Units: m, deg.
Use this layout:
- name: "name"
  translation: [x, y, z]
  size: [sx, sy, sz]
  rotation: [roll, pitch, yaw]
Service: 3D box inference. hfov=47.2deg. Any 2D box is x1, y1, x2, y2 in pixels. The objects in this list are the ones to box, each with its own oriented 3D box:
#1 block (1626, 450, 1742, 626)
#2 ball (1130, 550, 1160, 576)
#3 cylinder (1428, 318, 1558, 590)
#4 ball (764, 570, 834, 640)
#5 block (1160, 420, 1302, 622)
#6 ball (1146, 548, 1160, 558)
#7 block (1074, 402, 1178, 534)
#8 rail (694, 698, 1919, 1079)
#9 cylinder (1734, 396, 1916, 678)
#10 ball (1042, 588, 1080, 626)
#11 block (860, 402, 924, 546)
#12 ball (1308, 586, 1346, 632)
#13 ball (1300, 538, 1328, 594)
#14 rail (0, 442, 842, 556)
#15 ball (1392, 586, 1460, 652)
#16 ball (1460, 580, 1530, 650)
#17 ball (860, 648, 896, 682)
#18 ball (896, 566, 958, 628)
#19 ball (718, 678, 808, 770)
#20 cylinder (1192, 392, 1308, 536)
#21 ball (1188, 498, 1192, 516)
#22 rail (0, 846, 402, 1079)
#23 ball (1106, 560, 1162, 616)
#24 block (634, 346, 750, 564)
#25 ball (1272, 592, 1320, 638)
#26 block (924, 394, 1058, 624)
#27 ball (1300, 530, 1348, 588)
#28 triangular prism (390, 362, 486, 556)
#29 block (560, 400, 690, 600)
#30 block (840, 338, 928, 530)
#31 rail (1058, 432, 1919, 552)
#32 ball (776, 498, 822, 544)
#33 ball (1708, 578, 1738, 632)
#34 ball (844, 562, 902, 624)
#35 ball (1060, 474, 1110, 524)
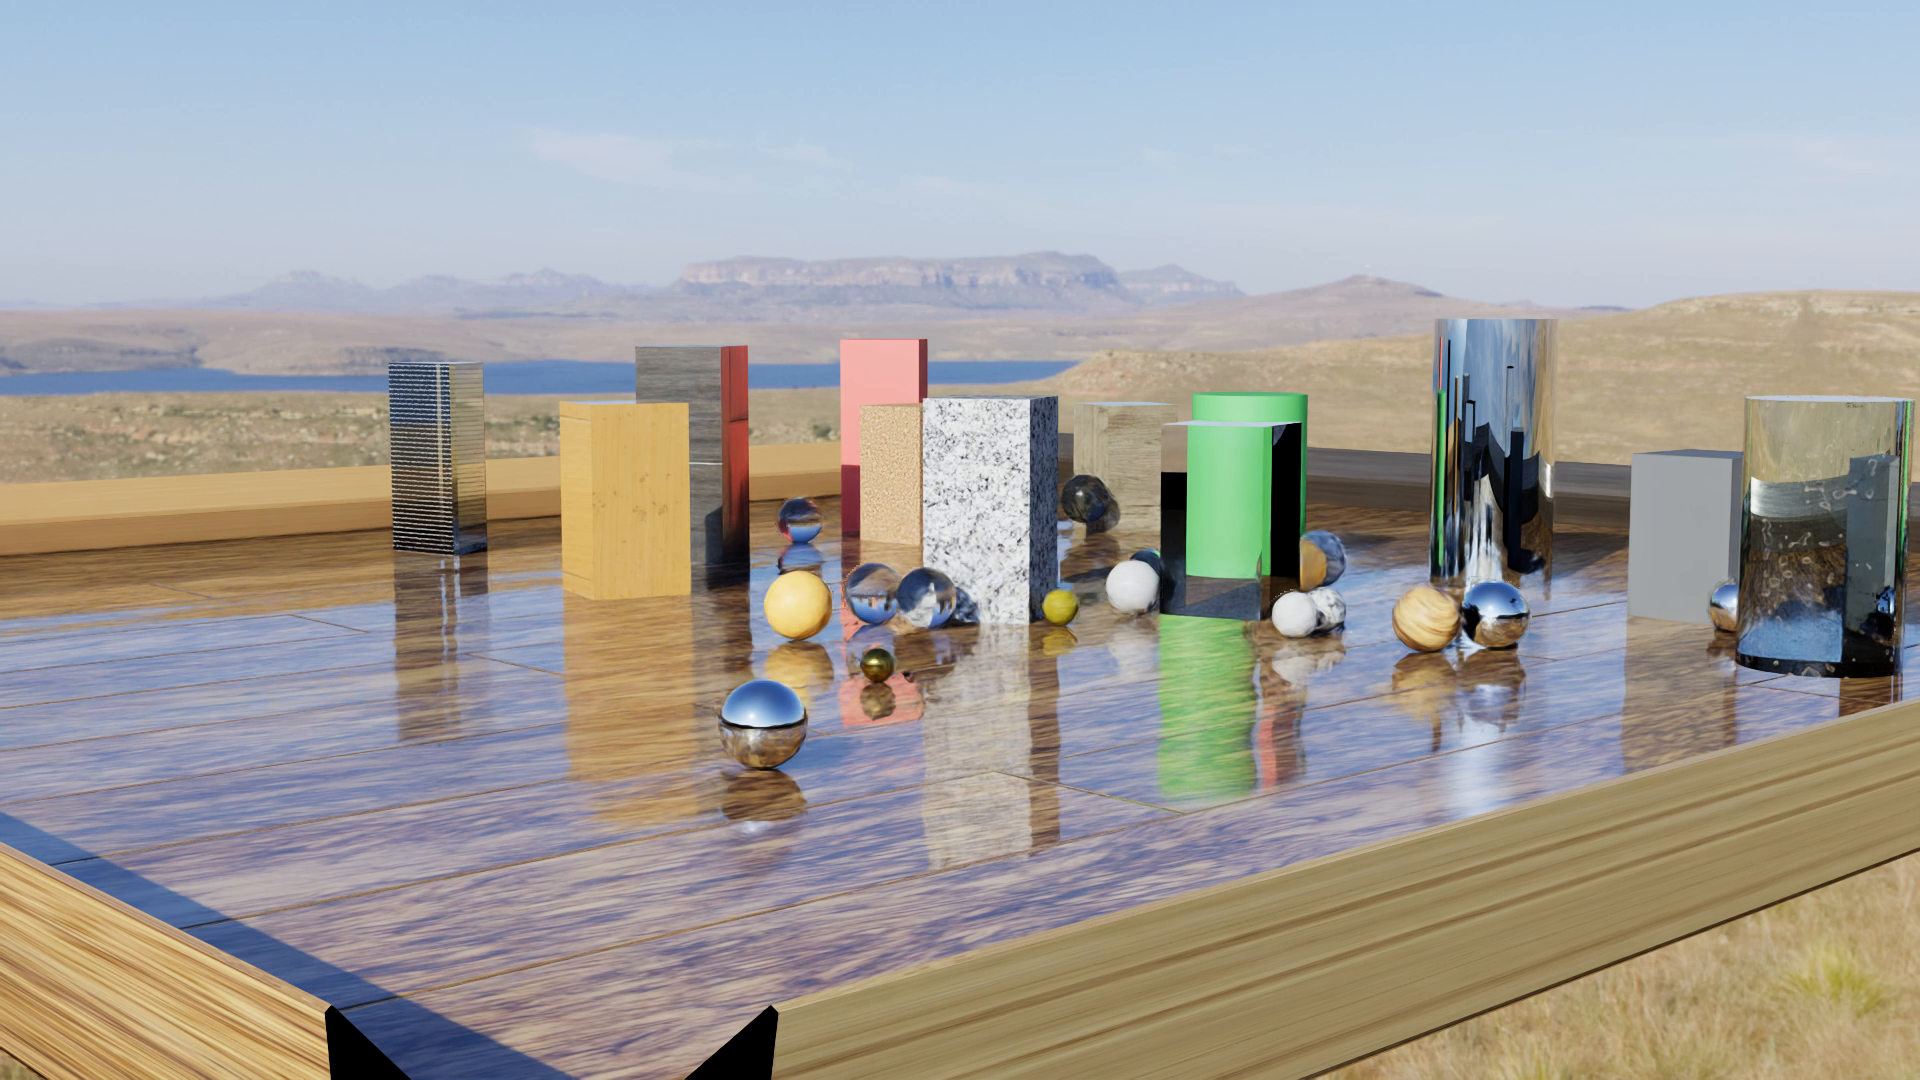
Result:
- name: "block"
  translation: [1.089, -0.007, 3.205]
  size: [0.158, 0.237, 0.158]
  rotation: [-5, 8, -41]
- name: "ball"
  translation: [0.302, 0.045, 3.588]
  size: [0.056, 0.056, 0.056]
  rotation: [0, 6, 0]
- name: "cylinder"
  translation: [0.871, -0.146, 3.598]
  size: [0.198, 0.431, 0.198]
  rotation: [0, 6, 0]
- name: "ball"
  translation: [-0.219, 0.089, 2.981]
  size: [0.093, 0.093, 0.093]
  rotation: [0, 6, 0]
- name: "block"
  translation: [0.401, -0.033, 3.252]
  size: [0.158, 0.279, 0.158]
  rotation: [3, 7, 28]
- name: "ball"
  translation: [0.316, 0.039, 3.661]
  size: [0.050, 0.050, 0.050]
  rotation: [0, 6, 0]
- name: "block"
  translation: [0.338, -0.151, 4.502]
  size: [0.158, 0.255, 0.158]
  rotation: [-2, 6, -22]
- name: "rail"
  translation: [1.111, 0.158, 2.134]
  size: [3.596, 0.128, 0.045]
  rotation: [-5, 8, -42]
- name: "cylinder"
  translation: [1.081, -0.009, 2.752]
  size: [0.198, 0.335, 0.198]
  rotation: [0, 6, 0]
- name: "ball"
  translation: [0.143, 0.095, 3.119]
  size: [0.052, 0.052, 0.052]
  rotation: [0, 6, 0]
- name: "block"
  translation: [-0.082, -0.132, 4.282]
  size: [0.158, 0.262, 0.158]
  rotation: [5, 8, 42]
- name: "ball"
  translation: [0.504, 0.097, 3.051]
  size: [0.063, 0.063, 0.063]
  rotation: [0, 6, 0]
- name: "ball"
  translation: [0.531, 0.041, 3.455]
  size: [0.090, 0.090, 0.090]
  rotation: [0, 6, 0]
- name: "rail"
  translation: [-1.111, -0.092, 4.530]
  size: [3.596, 0.128, 0.045]
  rotation: [-5, 8, -42]
- name: "ball"
  translation: [0.608, 0.103, 2.872]
  size: [0.088, 0.088, 0.088]
  rotation: [0, 6, 0]
- name: "ball"
  translation: [0.705, 0.098, 2.900]
  size: [0.091, 0.091, 0.091]
  rotation: [0, 6, 0]
- name: "ball"
  translation: [-0.099, 0.150, 2.644]
  size: [0.041, 0.041, 0.041]
  rotation: [0, 6, 0]
- name: "ball"
  translation: [-0.047, 0.081, 3.092]
  size: [0.086, 0.086, 0.086]
  rotation: [0, 6, 0]
- name: "ball"
  translation: [-0.192, 0.179, 2.142]
  size: [0.088, 0.088, 0.088]
  rotation: [0, 6, 0]
- name: "cylinder"
  translation: [0.499, -0.102, 3.804]
  size: [0.198, 0.301, 0.198]
  rotation: [0, 6, 0]
- name: "ball"
  translation: [0.502, -0.067, 4.452]
  size: [0.077, 0.077, 0.077]
  rotation: [0, 6, 0]
- name: "rail"
  translation: [-1.304, 0.158, 2.135]
  size: [0.045, 0.128, 3.325]
  rotation: [-5, 8, -42]
- name: "ball"
  translation: [0.254, 0.070, 3.222]
  size: [0.081, 0.081, 0.081]
  rotation: [0, 6, 0]
- name: "block"
  translation: [-0.480, -0.158, 3.958]
  size: [0.158, 0.381, 0.158]
  rotation: [1, 6, 12]
- name: "ball"
  translation: [0.457, 0.102, 2.993]
  size: [0.064, 0.064, 0.064]
  rotation: [0, 6, 0]
- name: "block"
  translation: [0.046, -0.049, 3.213]
  size: [0.158, 0.319, 0.158]
  rotation: [2, 6, 17]
- name: "ball"
  translation: [0.576, 0.031, 3.540]
  size: [0.092, 0.092, 0.092]
  rotation: [0, 6, 0]
- name: "triangular prism"
  translation: [-0.943, -0.156, 4.095]
  size: [0.171, 0.349, 0.148]
  rotation: [4, 7, 35]
- name: "block"
  translation: [-0.531, -0.068, 3.480]
  size: [0.158, 0.301, 0.158]
  rotation: [-3, 7, -27]
- name: "block"
  translation: [-0.154, -0.218, 4.512]
  size: [0.158, 0.386, 0.158]
  rotation: [1, 6, 6]
- name: "rail"
  translation: [1.304, -0.091, 4.529]
  size: [0.045, 0.128, 3.325]
  rotation: [-5, 8, -42]
- name: "ball"
  translation: [-0.308, -0.037, 4.215]
  size: [0.088, 0.088, 0.088]
  rotation: [0, 6, 0]
- name: "ball"
  translation: [1.076, 0.091, 3.048]
  size: [0.075, 0.075, 0.075]
  rotation: [0, 6, 0]
- name: "ball"
  translation: [-0.121, 0.076, 3.136]
  size: [0.087, 0.087, 0.087]
  rotation: [0, 6, 0]
- name: "ball"
  translation: [0.249, -0.082, 4.378]
  size: [0.097, 0.097, 0.097]
  rotation: [0, 6, 0]
